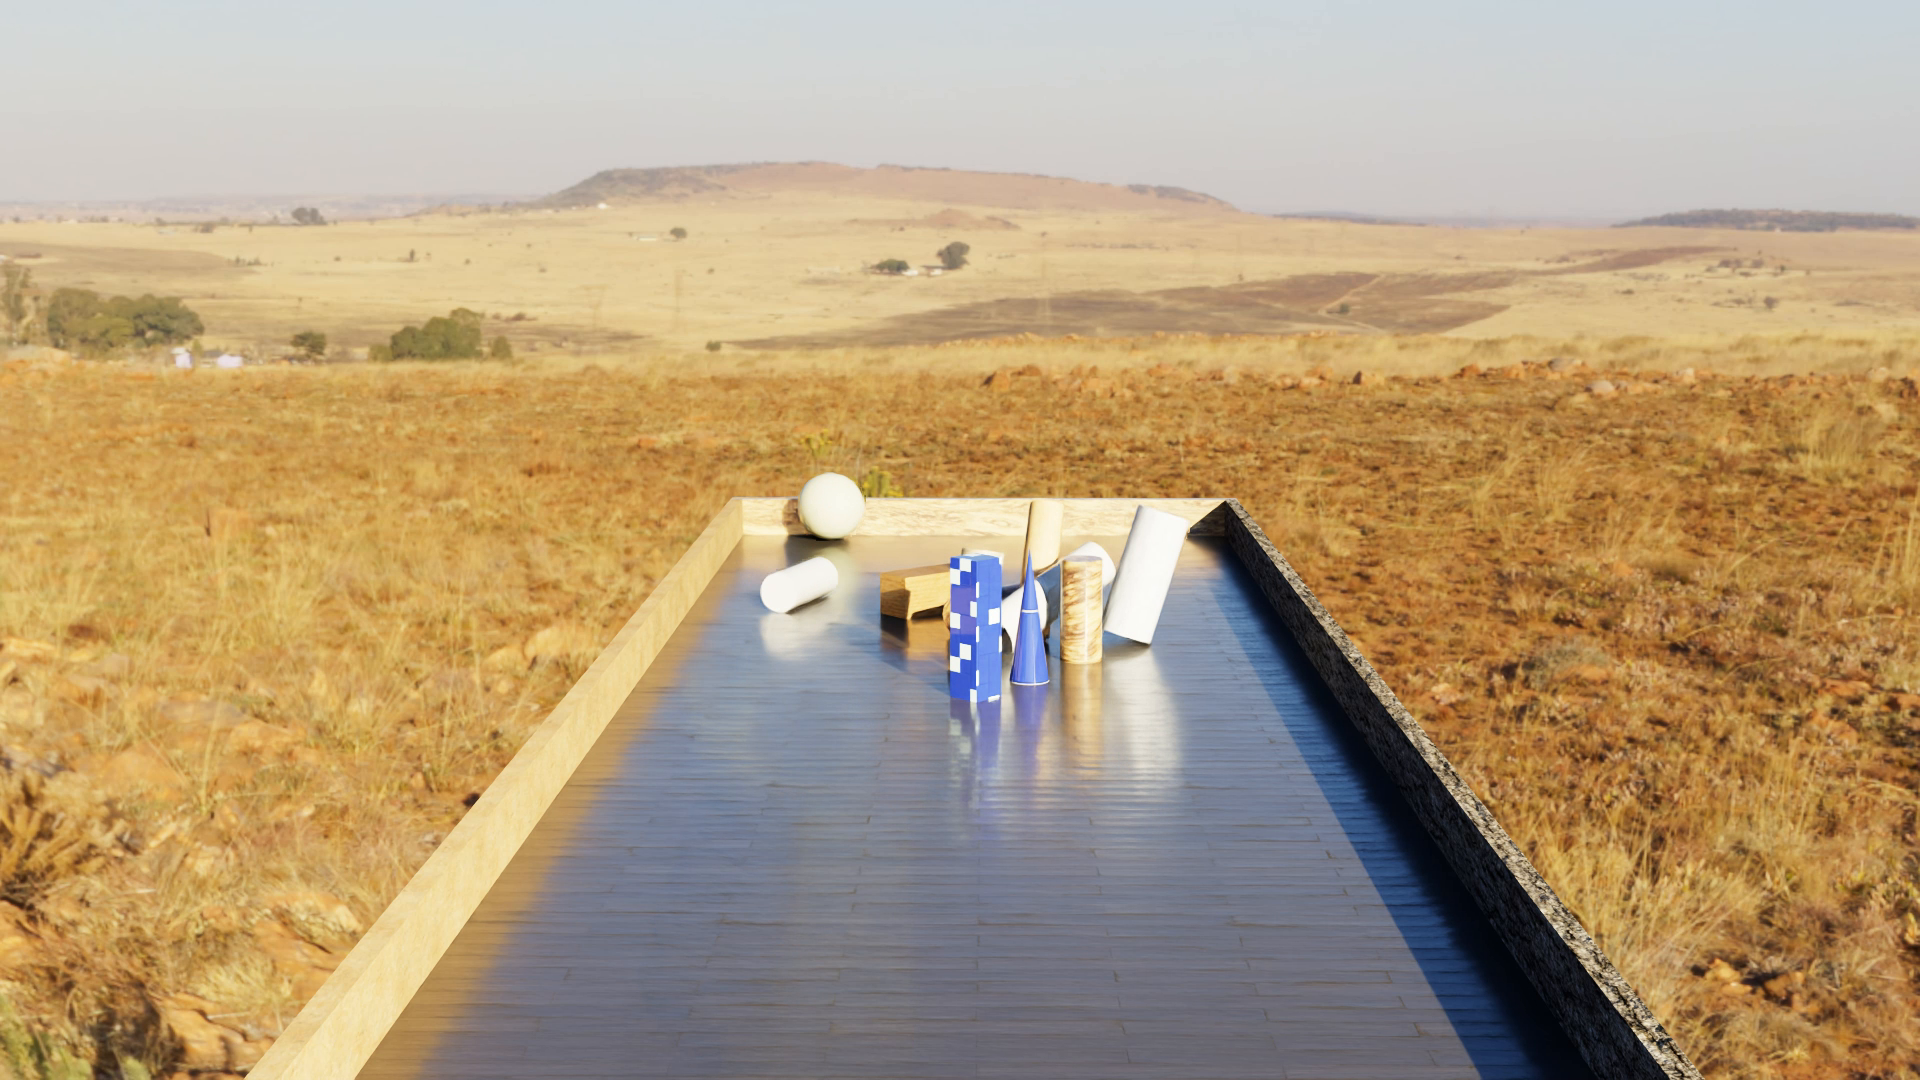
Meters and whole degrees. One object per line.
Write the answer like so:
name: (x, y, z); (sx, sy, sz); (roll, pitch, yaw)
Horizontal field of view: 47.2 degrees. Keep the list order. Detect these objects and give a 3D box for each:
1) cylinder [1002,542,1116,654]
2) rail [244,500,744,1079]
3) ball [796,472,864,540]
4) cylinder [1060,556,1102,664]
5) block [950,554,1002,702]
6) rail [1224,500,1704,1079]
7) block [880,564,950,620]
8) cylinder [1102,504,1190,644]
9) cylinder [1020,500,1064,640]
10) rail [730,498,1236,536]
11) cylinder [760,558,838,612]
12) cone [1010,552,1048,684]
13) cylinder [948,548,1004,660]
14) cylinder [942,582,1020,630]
cylinder: (0.277, 0.178, 6.856); (0.434, 0.148, 0.148); (-34, 25, -25)
rail: (-1.004, 0.839, 3.234); (0.050, 0.150, 12.000); (0, 9, 1)
ball: (-0.528, -0.137, 8.984); (0.275, 0.275, 0.275); (0, 9, 0)
cylinder: (0.369, 0.210, 6.687); (0.128, 0.312, 0.128); (0, 9, 0)
block: (0.045, 0.245, 6.185); (0.102, 0.400, 0.102); (9, 12, 44)
rail: (1.046, 0.843, 3.208); (0.050, 0.150, 12.000); (0, 9, 1)
block: (-0.087, 0.170, 7.492); (0.355, 0.140, 0.140); (-7, 11, -38)
cylinder: (0.581, 0.108, 6.929); (0.170, 0.406, 0.170); (18, 2, -1)
cylinder: (0.253, 0.095, 7.009); (0.112, 0.431, 0.112); (7, -15, 2)
rail: (0.099, -0.098, 9.147); (2.100, 0.150, 0.050); (0, 9, 1)
cylinder: (-0.553, 0.153, 7.608); (0.136, 0.136, 0.345); (3, 10, 20)
cone: (0.202, 0.216, 6.392); (0.117, 0.393, 0.117); (0, 9, 0)
cylinder: (0.048, 0.199, 6.616); (0.133, 0.335, 0.133); (7, -2, 0)
cylinder: (0.117, 0.222, 7.189); (0.132, 0.132, 0.378); (8, 12, 39)
